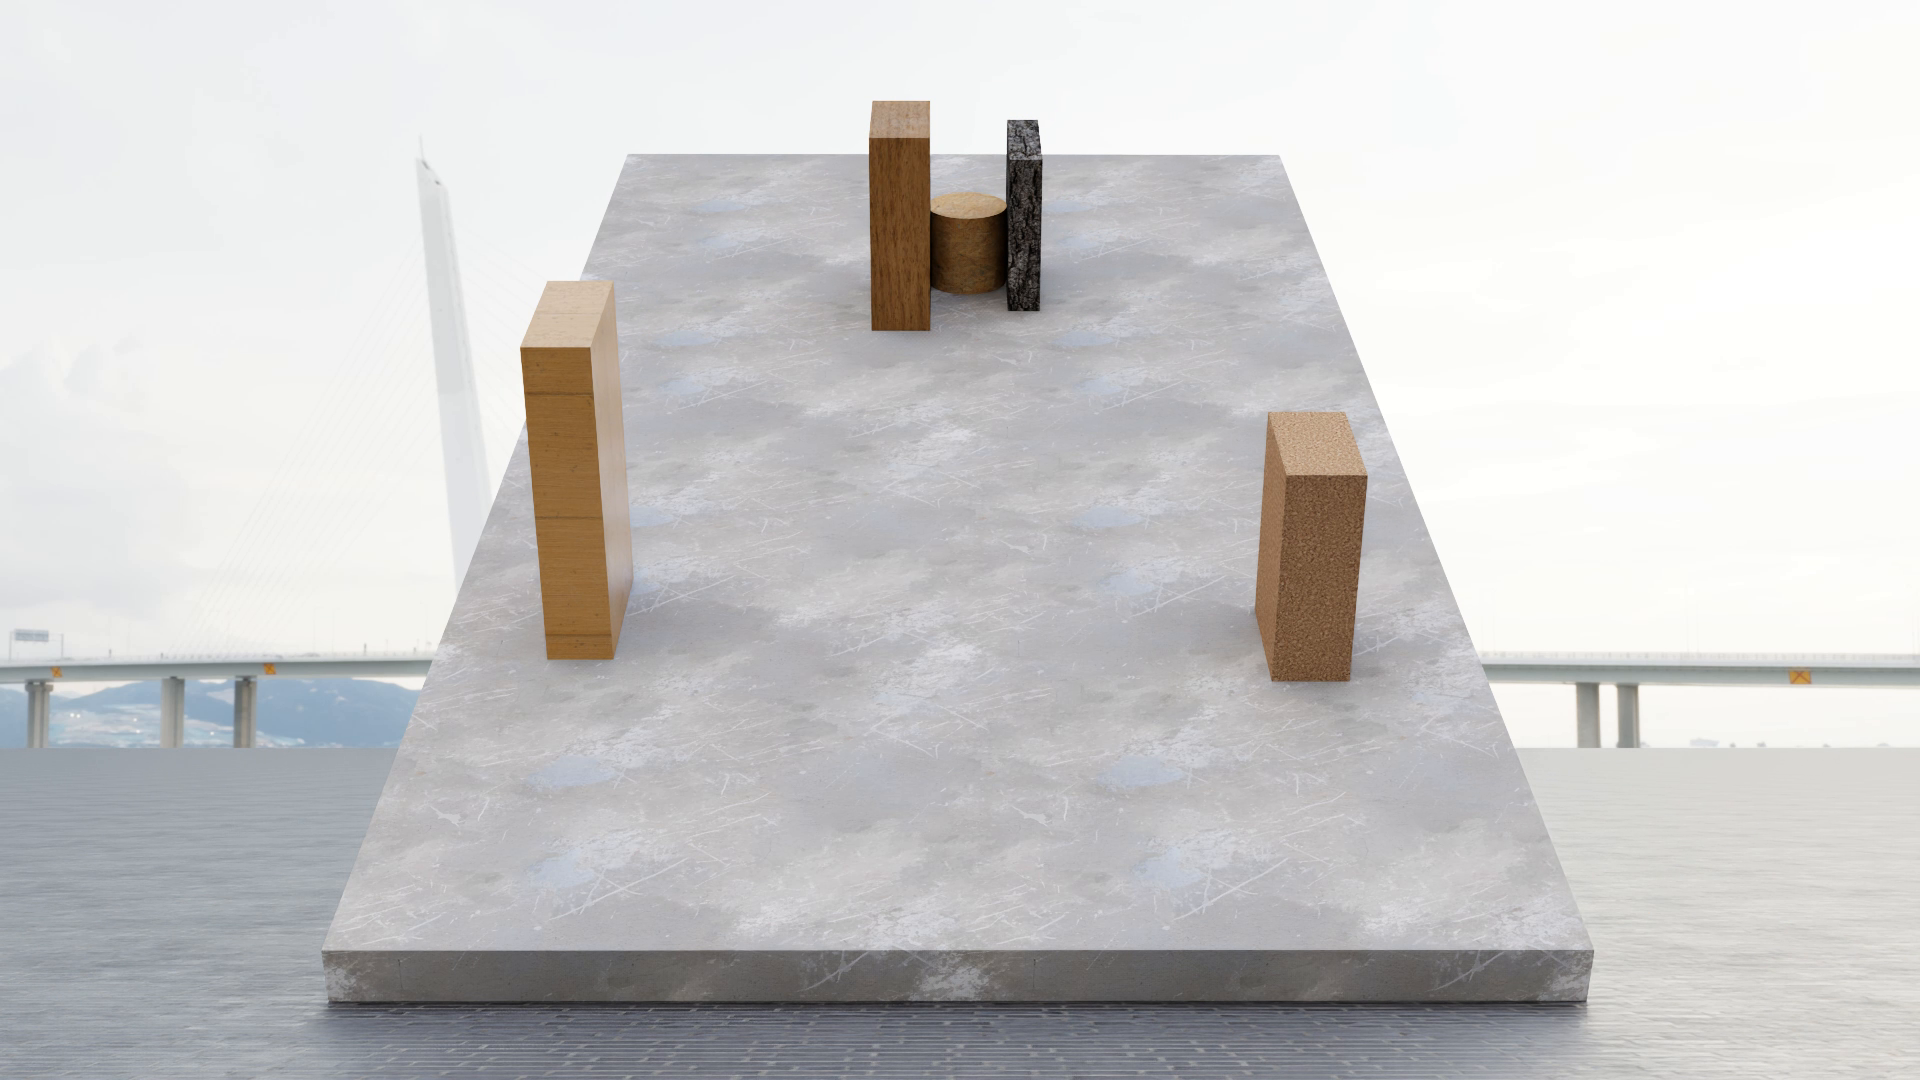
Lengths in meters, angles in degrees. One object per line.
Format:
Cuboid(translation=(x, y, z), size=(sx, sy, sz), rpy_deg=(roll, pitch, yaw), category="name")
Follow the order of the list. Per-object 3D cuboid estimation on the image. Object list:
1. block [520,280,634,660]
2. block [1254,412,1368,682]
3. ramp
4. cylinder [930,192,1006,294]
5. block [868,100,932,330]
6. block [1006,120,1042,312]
Cuboid(translation=(-0.725, -0.133, 4.533), size=(0.126, 0.644, 0.330), rpy_deg=(0, 27, 0), category="block")
Cuboid(translation=(0.660, 0.011, 4.493), size=(0.146, 0.430, 0.278), rpy_deg=(0, 27, 0), category="block")
Cuboid(translation=(-0.011, -0.226, 5.530), size=(2.000, 0.100, 4.000), rpy_deg=(0, 27, 0), category="ramp")
Cuboid(translation=(0.018, -0.786, 6.281), size=(0.209, 0.209, 0.209), rpy_deg=(0, 27, 0), category="cylinder")
Cuboid(translation=(-0.150, -0.826, 6.035), size=(0.148, 0.505, 0.313), rpy_deg=(0, 27, 0), category="block")
Cuboid(translation=(0.165, -0.849, 6.191), size=(0.083, 0.406, 0.338), rpy_deg=(0, 27, 0), category="block")
